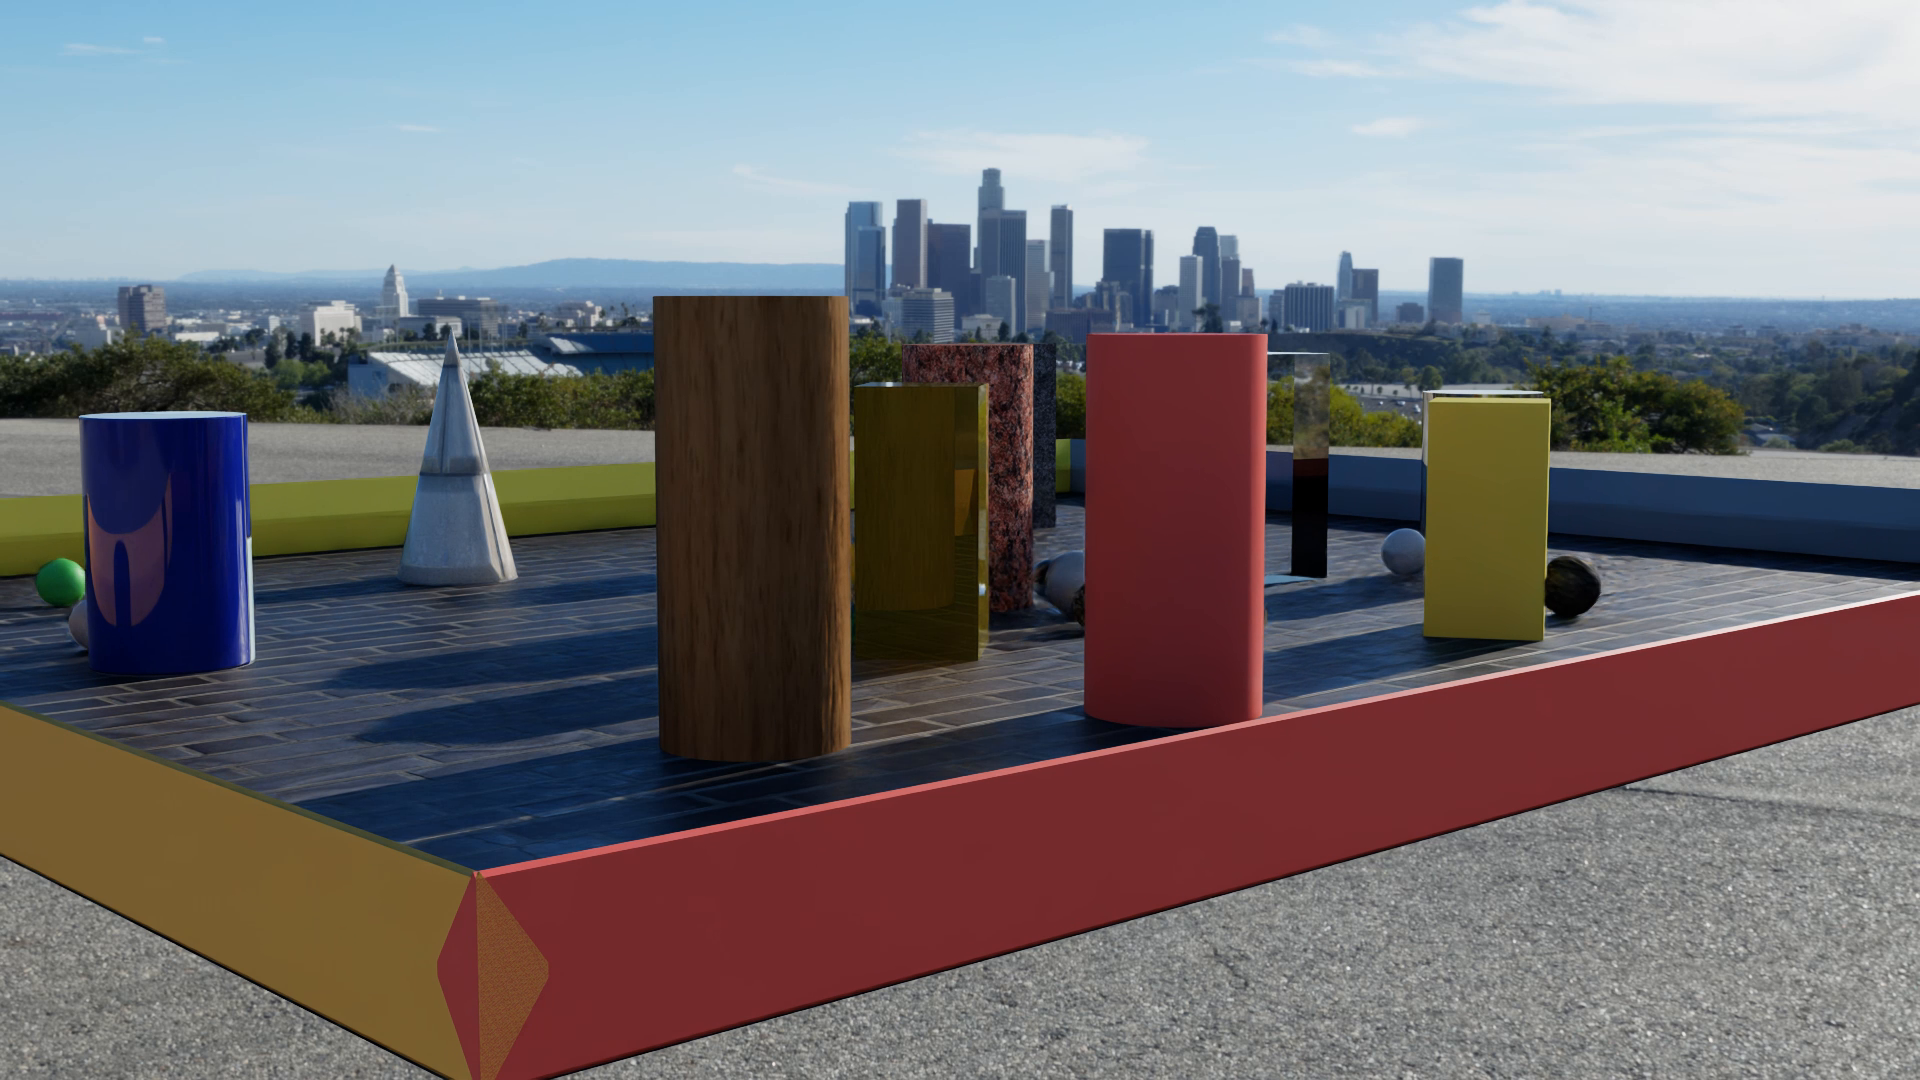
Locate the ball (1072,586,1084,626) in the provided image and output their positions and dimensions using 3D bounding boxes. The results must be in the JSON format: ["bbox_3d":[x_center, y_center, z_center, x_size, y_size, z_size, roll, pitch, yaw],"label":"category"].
[{"bbox_3d":[0.190,0.092,3.075,0.068,0.068,0.068,0,6,0],"label":"ball"}]

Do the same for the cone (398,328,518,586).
[{"bbox_3d":[-0.839,-0.146,3.651,0.198,0.421,0.198,0,6,0],"label":"cone"}]

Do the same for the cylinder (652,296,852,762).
[{"bbox_3d":[-0.212,-0.019,2.252,0.198,0.459,0.198,0,6,0],"label":"cylinder"}]

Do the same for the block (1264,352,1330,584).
[{"bbox_3d":[0.502,-0.124,3.673,0.159,0.374,0.159,-4,7,-34],"label":"block"}]

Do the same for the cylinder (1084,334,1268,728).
[{"bbox_3d":[0.238,-0.018,2.434,0.198,0.419,0.198,0,6,0],"label":"cylinder"}]

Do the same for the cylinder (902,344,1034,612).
[{"bbox_3d":[0.011,-0.098,3.330,0.198,0.394,0.198,0,6,0],"label":"cylinder"}]

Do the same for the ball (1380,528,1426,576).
[{"bbox_3d":[0.748,0.021,3.699,0.080,0.080,0.080,0,6,0],"label":"ball"}]

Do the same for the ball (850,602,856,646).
[{"bbox_3d":[-0.162,0.110,2.893,0.069,0.069,0.069,0,6,0],"label":"ball"}]

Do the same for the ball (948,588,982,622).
[{"bbox_3d":[0.007,0.092,3.163,0.049,0.049,0.049,0,6,0],"label":"ball"}]

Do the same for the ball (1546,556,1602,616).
[{"bbox_3d":[0.890,0.067,3.213,0.089,0.089,0.089,0,6,0],"label":"ball"}]

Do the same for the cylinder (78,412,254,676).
[{"bbox_3d":[-0.996,0.000,2.766,0.198,0.315,0.198,0,6,0],"label":"cylinder"}]

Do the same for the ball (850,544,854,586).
[{"bbox_3d":[-0.148,0.039,3.515,0.082,0.082,0.082,0,6,0],"label":"ball"}]

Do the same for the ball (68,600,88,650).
[{"bbox_3d":[-1.130,0.110,2.885,0.072,0.072,0.072,0,6,0],"label":"ball"}]

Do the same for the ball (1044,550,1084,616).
[{"bbox_3d":[0.171,0.063,3.224,0.095,0.095,0.095,0,6,0],"label":"ball"}]

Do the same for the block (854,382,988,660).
[{"bbox_3d":[-0.048,-0.028,2.874,0.159,0.349,0.159,1,6,5],"label":"block"}]

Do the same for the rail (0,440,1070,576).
[{"bbox_3d":[-0.907,-0.068,4.310,3.252,0.129,0.045,-5,8,-42],"label":"rail"}]

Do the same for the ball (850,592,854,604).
[{"bbox_3d":[-0.177,0.090,3.214,0.043,0.043,0.043,0,6,0],"label":"ball"}]

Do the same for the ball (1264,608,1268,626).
[{"bbox_3d":[0.389,0.105,2.996,0.059,0.059,0.059,0,6,0],"label":"ball"}]

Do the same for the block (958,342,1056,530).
[{"bbox_3d":[0.085,-0.215,4.527,0.159,0.378,0.159,-5,8,-39],"label":"block"}]

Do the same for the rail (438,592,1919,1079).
[{"bbox_3d":[0.907,0.135,2.354,3.252,0.129,0.045,-5,8,-42],"label":"rail"}]

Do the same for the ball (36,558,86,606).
[{"bbox_3d":[-1.355,0.064,3.317,0.073,0.073,0.073,0,6,0],"label":"ball"}]

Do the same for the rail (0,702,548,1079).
[{"bbox_3d":[-1.178,0.146,2.251,0.045,0.129,2.723,-5,8,-42],"label":"rail"}]

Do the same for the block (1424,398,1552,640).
[{"bbox_3d":[0.734,-0.033,3.054,0.159,0.321,0.159,2,6,16],"label":"block"}]

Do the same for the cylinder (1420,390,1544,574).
[{"bbox_3d":[0.882,-0.097,3.725,0.198,0.308,0.198,0,6,0],"label":"cylinder"}]

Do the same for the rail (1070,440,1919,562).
[{"bbox_3d":[1.178,-0.079,4.412,0.045,0.129,2.723,-5,8,-42],"label":"rail"}]

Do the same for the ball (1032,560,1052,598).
[{"bbox_3d":[0.137,0.060,3.426,0.059,0.059,0.059,0,6,0],"label":"ball"}]
